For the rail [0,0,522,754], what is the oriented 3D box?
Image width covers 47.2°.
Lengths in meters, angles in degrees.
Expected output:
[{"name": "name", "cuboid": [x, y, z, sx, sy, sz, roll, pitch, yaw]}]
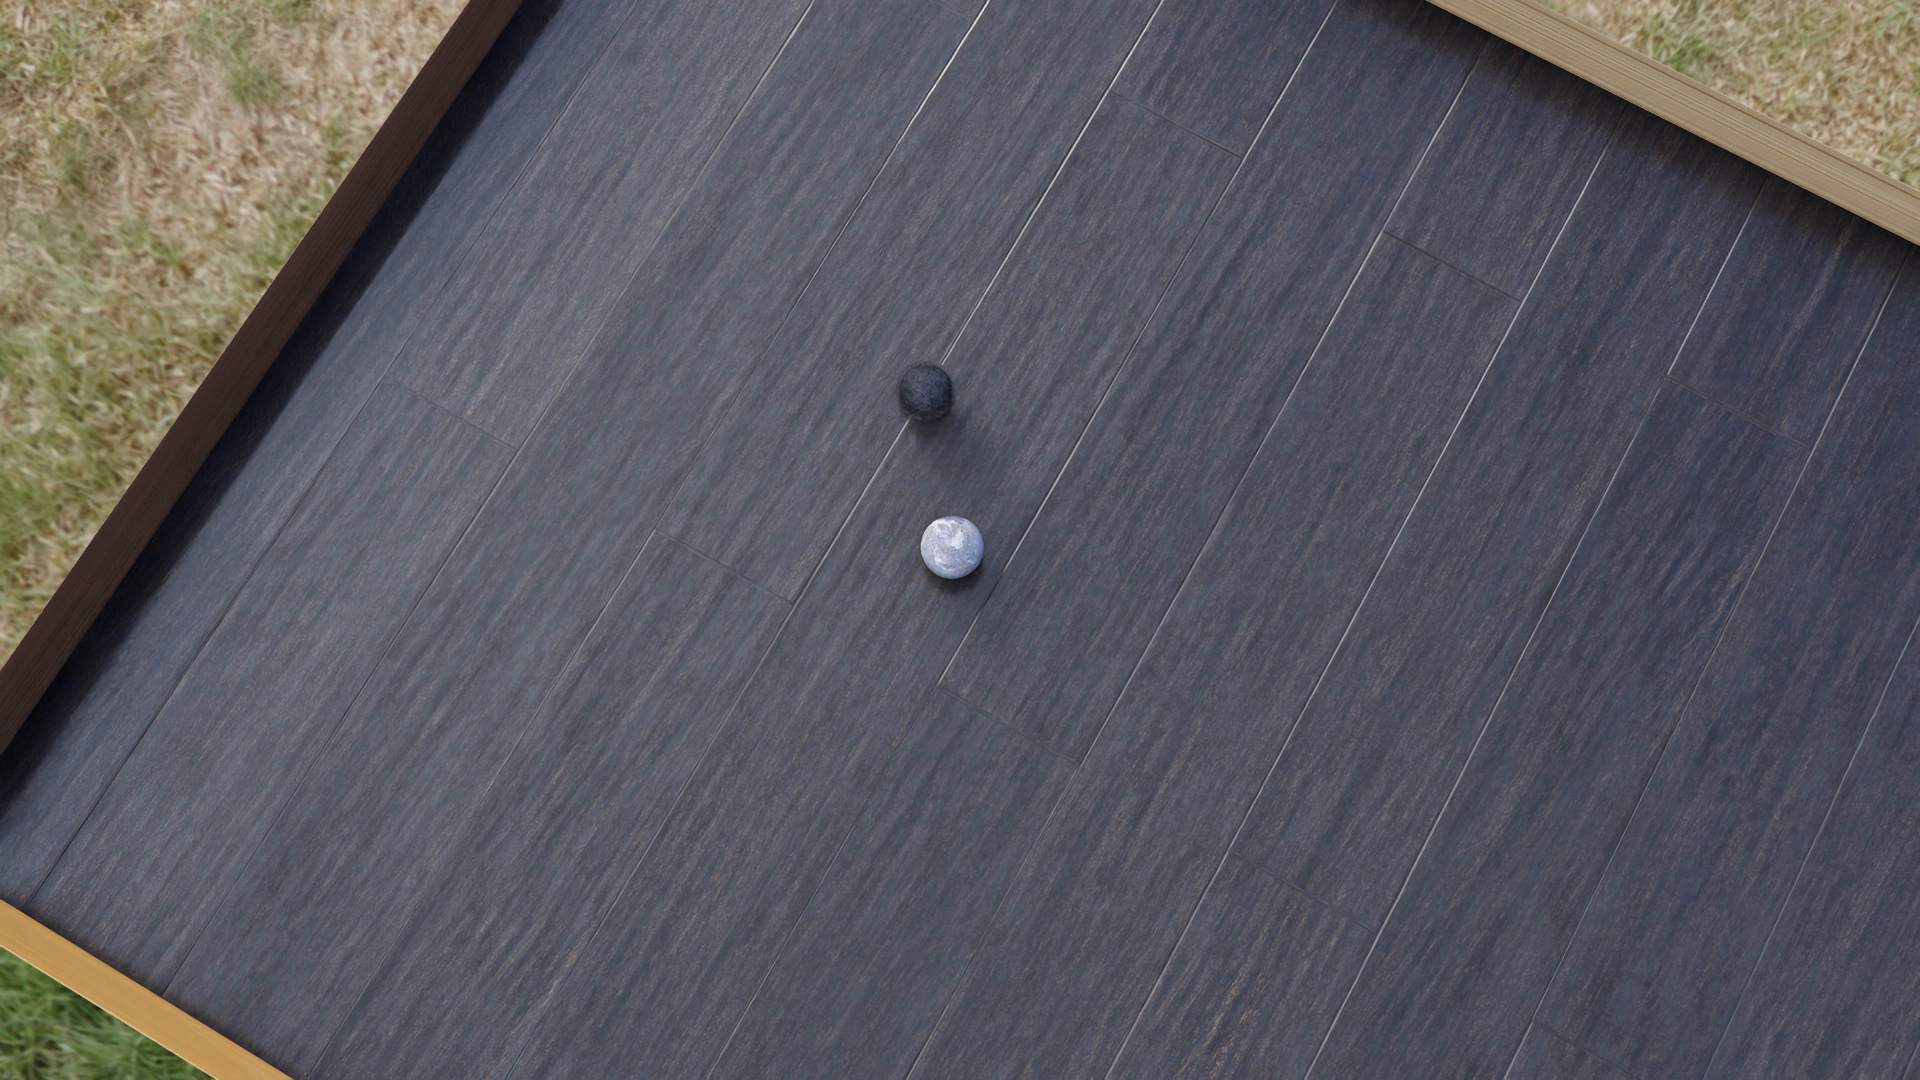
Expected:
[{"name": "rail", "cuboid": [-0.942, -0.523, 3.467, 0.045, 0.125, 2.412, 29, 77, 8]}]

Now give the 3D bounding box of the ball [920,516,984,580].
[{"name": "ball", "cuboid": [-0.012, 0.011, 3.336, 0.097, 0.097, 0.097, 0, 75, 0]}]

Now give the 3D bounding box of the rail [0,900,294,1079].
[{"name": "rail", "cuboid": [0.377, 1.515, 2.908, 4.433, 0.125, 0.045, 29, 77, 8]}]

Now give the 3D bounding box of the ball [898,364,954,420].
[{"name": "ball", "cuboid": [-0.053, -0.229, 3.406, 0.088, 0.088, 0.088, 0, 75, 0]}]

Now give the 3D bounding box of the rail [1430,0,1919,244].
[{"name": "rail", "cuboid": [1.548, -0.465, 3.451, 4.433, 0.125, 0.045, 29, 77, 8]}]
